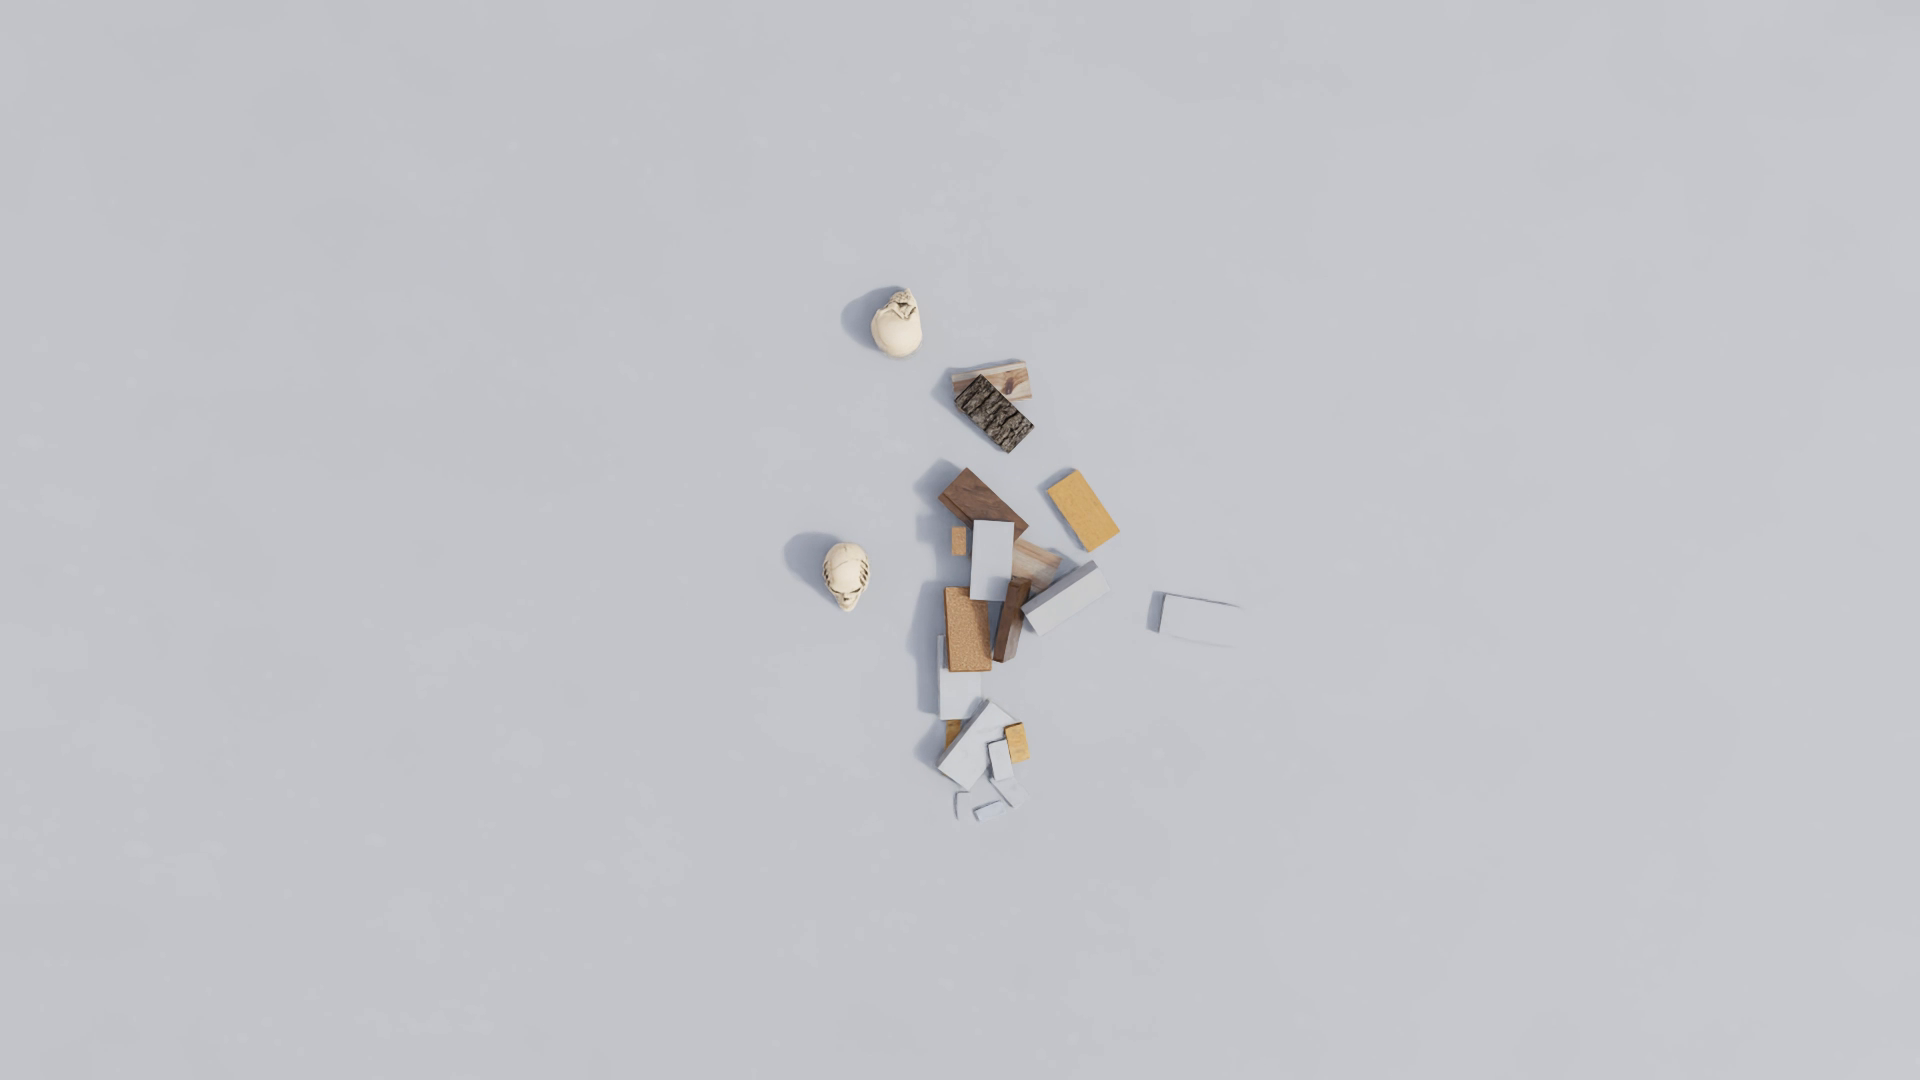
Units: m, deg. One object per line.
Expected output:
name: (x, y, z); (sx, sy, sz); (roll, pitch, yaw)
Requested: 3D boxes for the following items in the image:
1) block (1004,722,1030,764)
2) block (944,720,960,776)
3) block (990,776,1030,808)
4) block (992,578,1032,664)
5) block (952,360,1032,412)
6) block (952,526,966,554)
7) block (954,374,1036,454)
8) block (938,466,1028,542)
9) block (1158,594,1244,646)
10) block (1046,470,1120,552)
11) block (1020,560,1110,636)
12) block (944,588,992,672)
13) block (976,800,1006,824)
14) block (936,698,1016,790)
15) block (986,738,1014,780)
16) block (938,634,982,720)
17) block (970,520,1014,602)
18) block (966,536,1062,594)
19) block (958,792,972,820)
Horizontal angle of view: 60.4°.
block: (0.189, 0.672, 5.465); (0.065, 0.018, 0.130); (-16, 108, -13)
block: (-0.019, 0.582, 5.493); (0.046, 0.013, 0.408); (4, 90, 0)
block: (0.166, 0.825, 5.491); (0.065, 0.018, 0.130); (-41, 90, 0)
block: (0.172, 0.262, 5.411); (0.037, 0.131, 0.268); (15, 100, 19)
block: (0.106, -0.509, 5.482); (0.250, 0.035, 0.125); (-11, 90, 0)
block: (-0.003, 0.003, 5.402); (0.046, 0.013, 0.092); (0, 90, 0)
block: (0.115, -0.417, 5.453); (0.250, 0.035, 0.125); (43, 97, -10)
block: (0.077, -0.092, 5.440); (0.283, 0.040, 0.142); (43, 90, 0)
block: (0.800, 0.268, 5.482); (0.261, 0.037, 0.131); (10, 90, 0)
block: (0.410, -0.096, 5.482); (0.125, 0.035, 0.250); (-34, 90, -1)
block: (0.349, 0.193, 5.433); (0.284, 0.142, 0.040); (-34, 50, 0)
block: (0.025, 0.295, 5.432); (0.139, 0.039, 0.277); (-1, 75, -12)
block: (0.102, 0.905, 5.493); (0.092, 0.013, 0.046); (-22, 90, 0)
block: (0.059, 0.677, 5.457); (0.139, 0.039, 0.277); (39, 90, -21)
block: (0.133, 0.726, 5.454); (0.065, 0.018, 0.130); (-14, 101, -13)
block: (-0.002, 0.453, 5.464); (0.139, 0.039, 0.277); (-1, 91, -12)
block: (0.106, 0.066, 5.404); (0.130, 0.037, 0.261); (4, 96, 5)
block: (0.182, 0.062, 5.480); (0.284, 0.040, 0.142); (26, 90, 0)
block: (0.014, 0.887, 5.493); (0.046, 0.013, 0.092); (-1, 90, 0)
